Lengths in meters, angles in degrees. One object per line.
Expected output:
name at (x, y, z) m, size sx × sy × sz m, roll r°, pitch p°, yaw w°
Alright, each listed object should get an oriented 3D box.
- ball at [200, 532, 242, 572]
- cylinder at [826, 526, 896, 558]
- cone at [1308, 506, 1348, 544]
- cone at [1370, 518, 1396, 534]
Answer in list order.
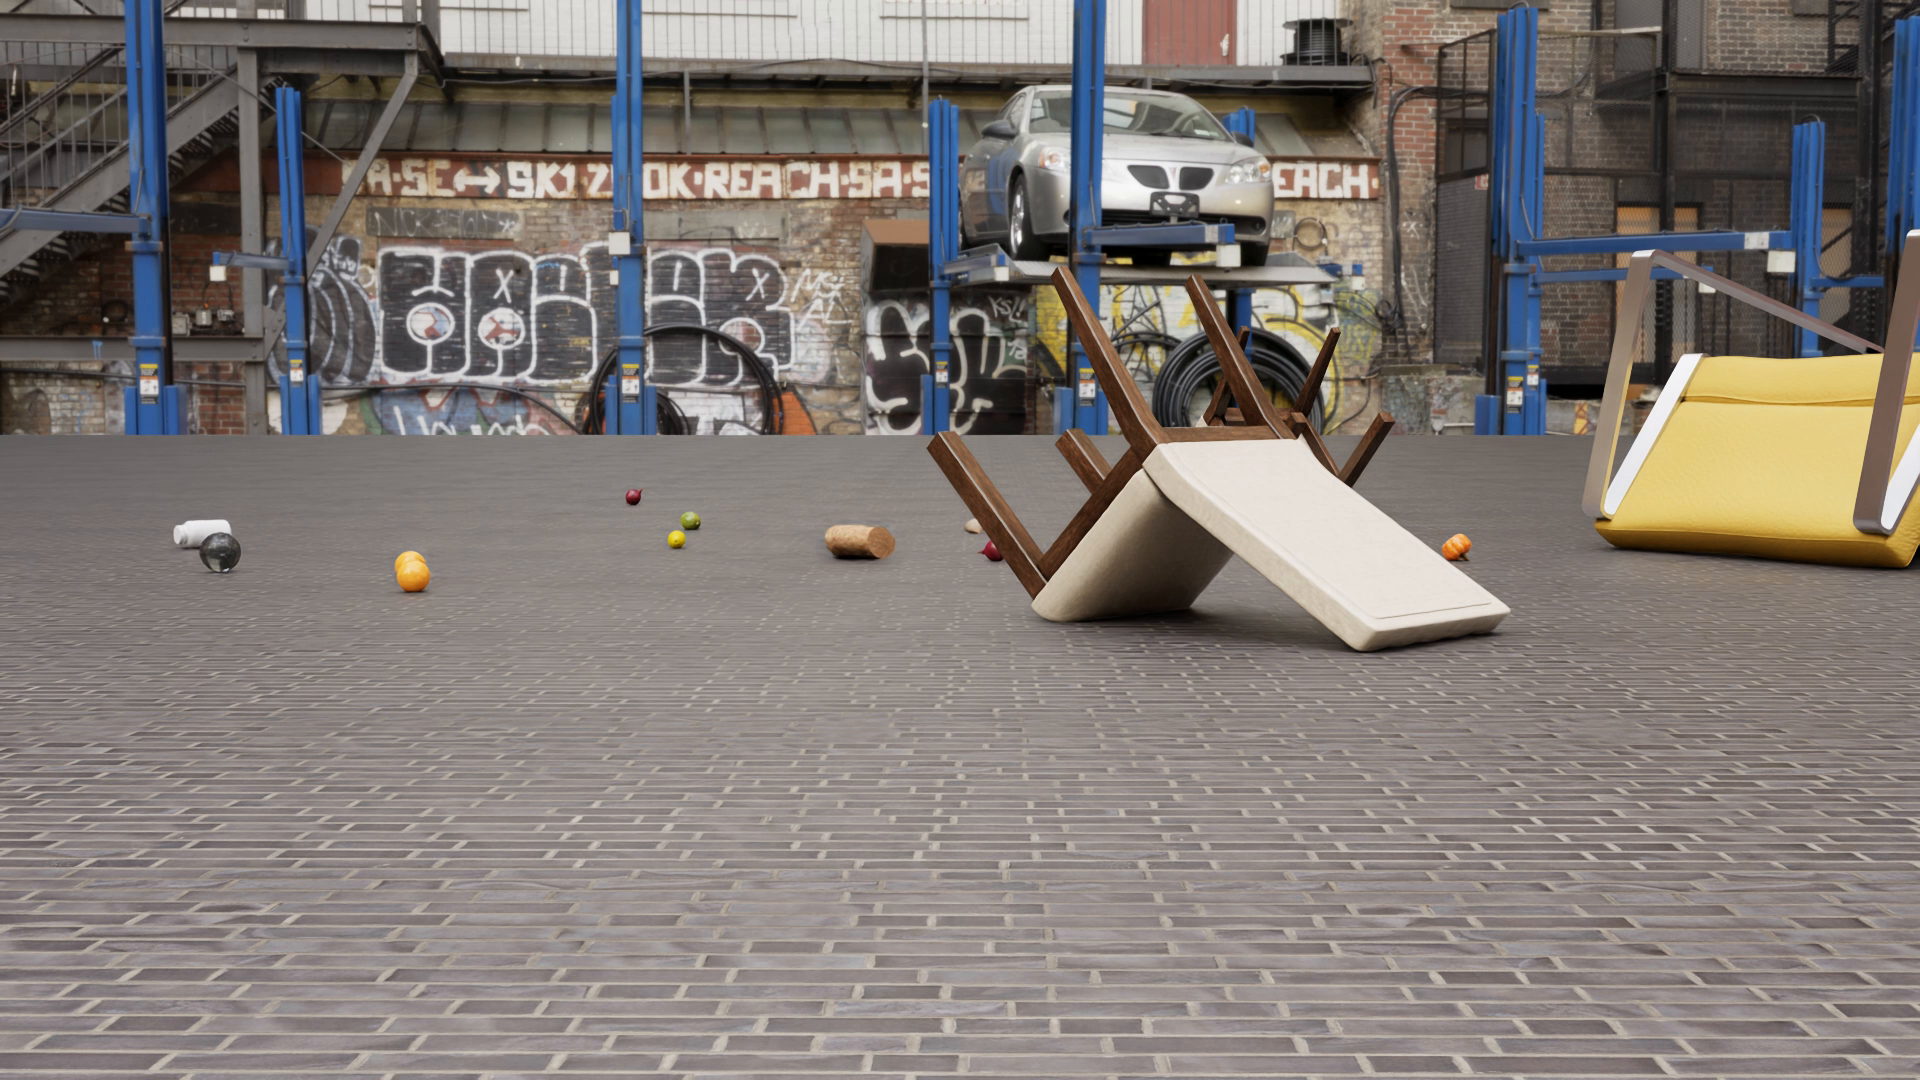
ball at (-1.815, 0.030, 5.397) m, size 0.098 × 0.098 × 0.098 m, roll 0°, pitch 4°, yaw 0°
cylinder at (-0.264, 0.005, 5.836) m, size 0.128 × 0.083 × 0.149 m, roll 2°, pitch -8°, yaw 28°
cone at (1.085, -0.048, 6.465) m, size 0.116 × 0.107 × 0.176 m, roll 0°, pitch 4°, yaw 2°
cone at (1.306, -0.034, 6.877) m, size 0.097 × 0.048 × 0.060 m, roll -3°, pitch -17°, yaw -27°
